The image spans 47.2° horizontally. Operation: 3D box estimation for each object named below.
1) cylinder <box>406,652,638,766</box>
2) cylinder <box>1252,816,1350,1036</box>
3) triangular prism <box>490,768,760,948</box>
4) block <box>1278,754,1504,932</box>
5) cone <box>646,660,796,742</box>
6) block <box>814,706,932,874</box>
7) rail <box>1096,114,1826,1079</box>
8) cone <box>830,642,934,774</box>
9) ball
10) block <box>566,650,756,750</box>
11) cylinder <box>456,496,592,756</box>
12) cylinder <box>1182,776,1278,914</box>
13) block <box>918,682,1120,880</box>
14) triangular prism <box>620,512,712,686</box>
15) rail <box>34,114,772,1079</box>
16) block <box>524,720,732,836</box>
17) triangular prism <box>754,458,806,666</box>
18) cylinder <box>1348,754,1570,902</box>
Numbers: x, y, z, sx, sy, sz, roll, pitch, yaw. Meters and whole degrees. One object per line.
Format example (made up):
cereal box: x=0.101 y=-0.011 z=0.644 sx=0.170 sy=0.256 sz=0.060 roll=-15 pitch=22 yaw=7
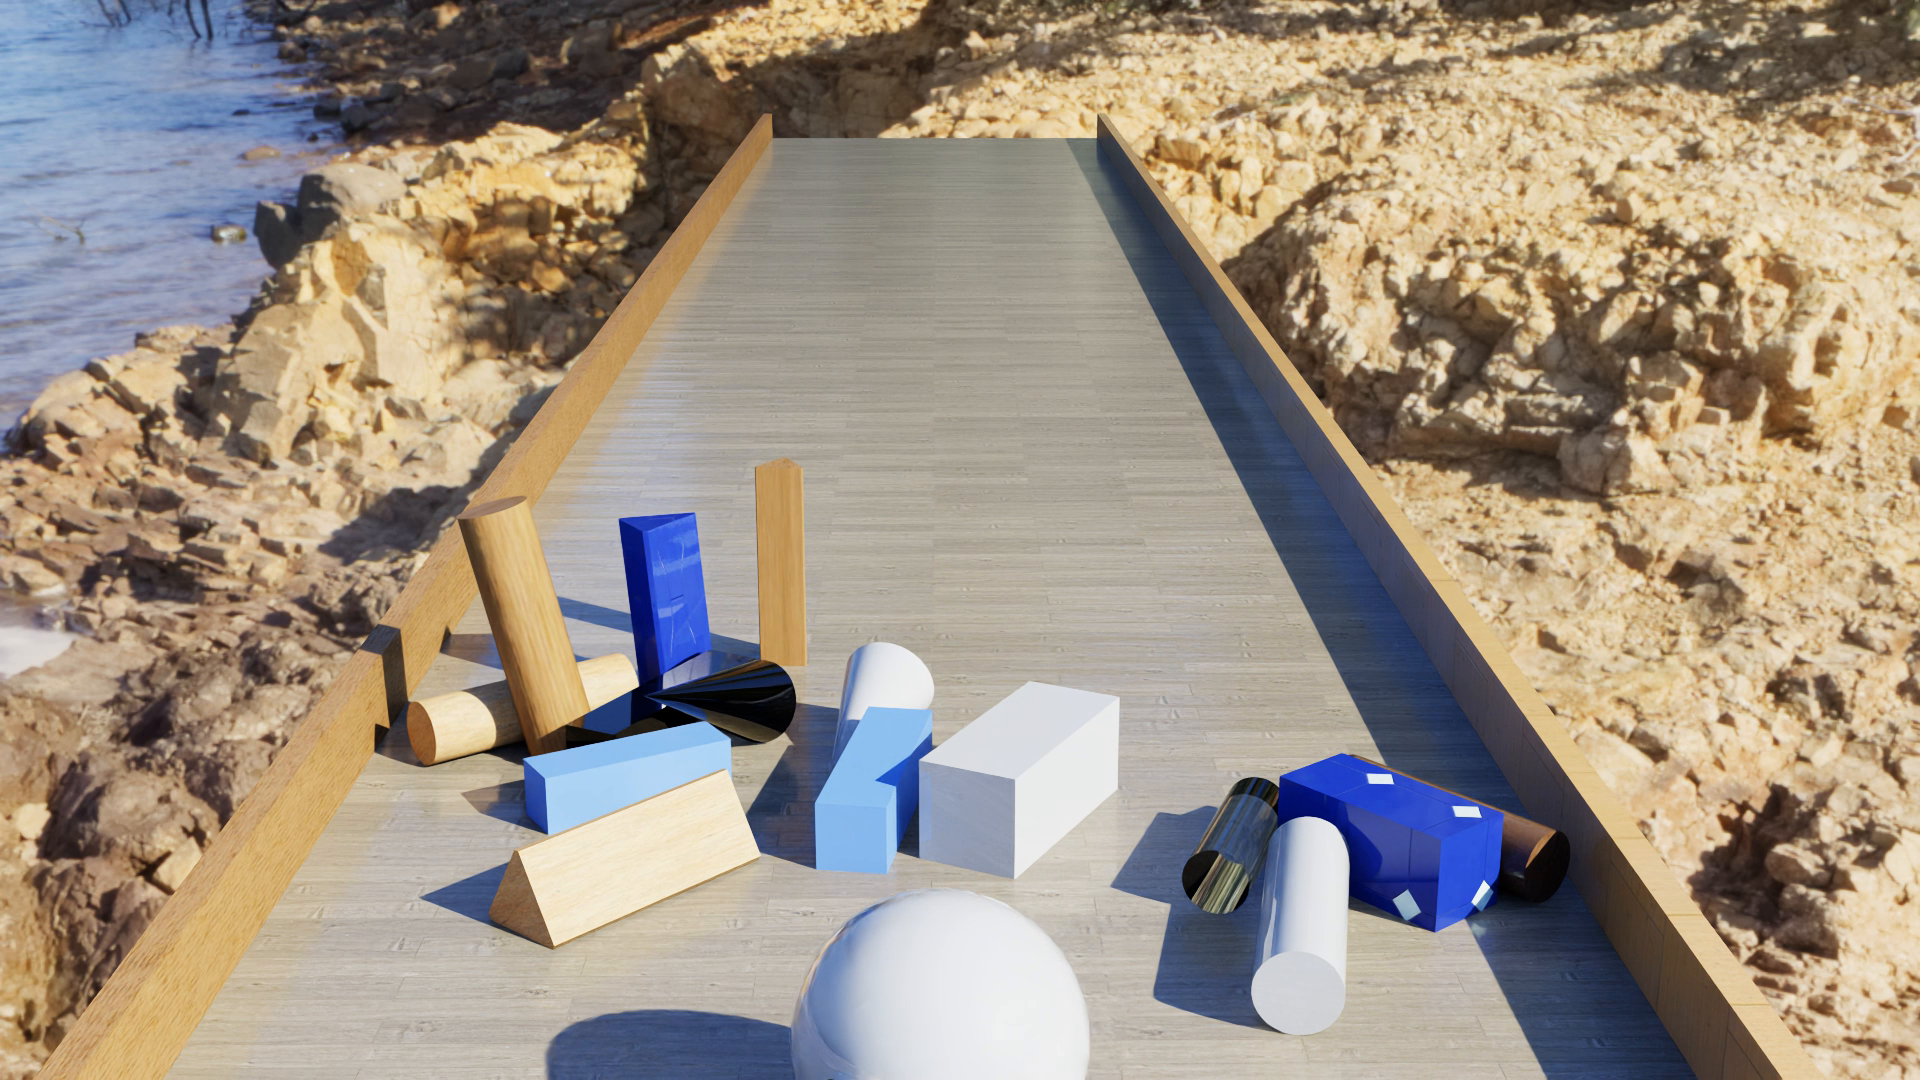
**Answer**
cylinder: x=-0.790 y=0.305 z=3.999 sx=0.408 sy=0.116 sz=0.116 roll=-13 pitch=21 yaw=-37
cylinder: x=0.495 y=0.547 z=3.169 sx=0.125 sy=0.125 sz=0.450 roll=3 pitch=17 yaw=10
triangular prism: x=-0.513 y=0.473 z=3.389 sx=0.154 sy=0.133 sz=0.415 roll=15 pitch=22 yaw=39
block: x=0.661 y=0.463 z=3.406 sx=0.150 sy=0.150 sz=0.316 roll=-14 pitch=21 yaw=-38
cone: x=-0.445 y=0.276 z=3.823 sx=0.151 sy=0.151 sz=0.376 roll=9 pitch=-1 yaw=26
block: x=-0.138 y=0.408 z=3.654 sx=0.113 sy=0.113 sz=0.430 roll=3 pitch=17 yaw=9
rail: x=0.932 y=-0.844 z=7.801 sx=0.050 sy=0.150 sz=12.000 roll=0 pitch=17 yaw=-1
cone: x=-0.179 y=0.346 z=3.917 sx=0.172 sy=0.172 sz=0.336 roll=5 pitch=32 yaw=17
ball: x=-0.023 y=0.593 z=2.610 sx=0.355 sy=0.355 sz=0.355 roll=0 pitch=17 yaw=0
block: x=-0.533 y=0.319 z=3.974 sx=0.102 sy=0.102 sz=0.441 roll=9 pitch=19 yaw=27
cylinder: x=-0.757 y=0.159 z=3.864 sx=0.125 sy=0.456 sz=0.125 roll=-13 pitch=14 yaw=3
cylinder: x=0.435 y=0.475 z=3.448 sx=0.104 sy=0.104 sz=0.300 roll=6 pitch=17 yaw=19
block: x=0.103 y=0.388 z=3.626 sx=0.169 sy=0.169 sz=0.405 roll=8 pitch=18 yaw=26
triangular prism: x=-0.542 y=0.125 z=4.176 sx=0.126 sy=0.342 sz=0.145 roll=-12 pitch=15 yaw=-25
rail: x=-1.118 y=-0.838 z=7.780 sx=0.050 sy=0.150 sz=12.000 roll=0 pitch=17 yaw=-1
block: x=-0.558 y=0.399 z=3.710 sx=0.332 sy=0.100 sz=0.100 roll=-10 pitch=19 yaw=-30
triangular prism: x=-0.349 y=0.043 z=4.366 sx=0.093 sy=0.407 sz=0.080 roll=1 pitch=17 yaw=4
cylinder: x=0.767 y=0.454 z=3.497 sx=0.116 sy=0.116 sz=0.400 roll=-13 pitch=21 yaw=-38
